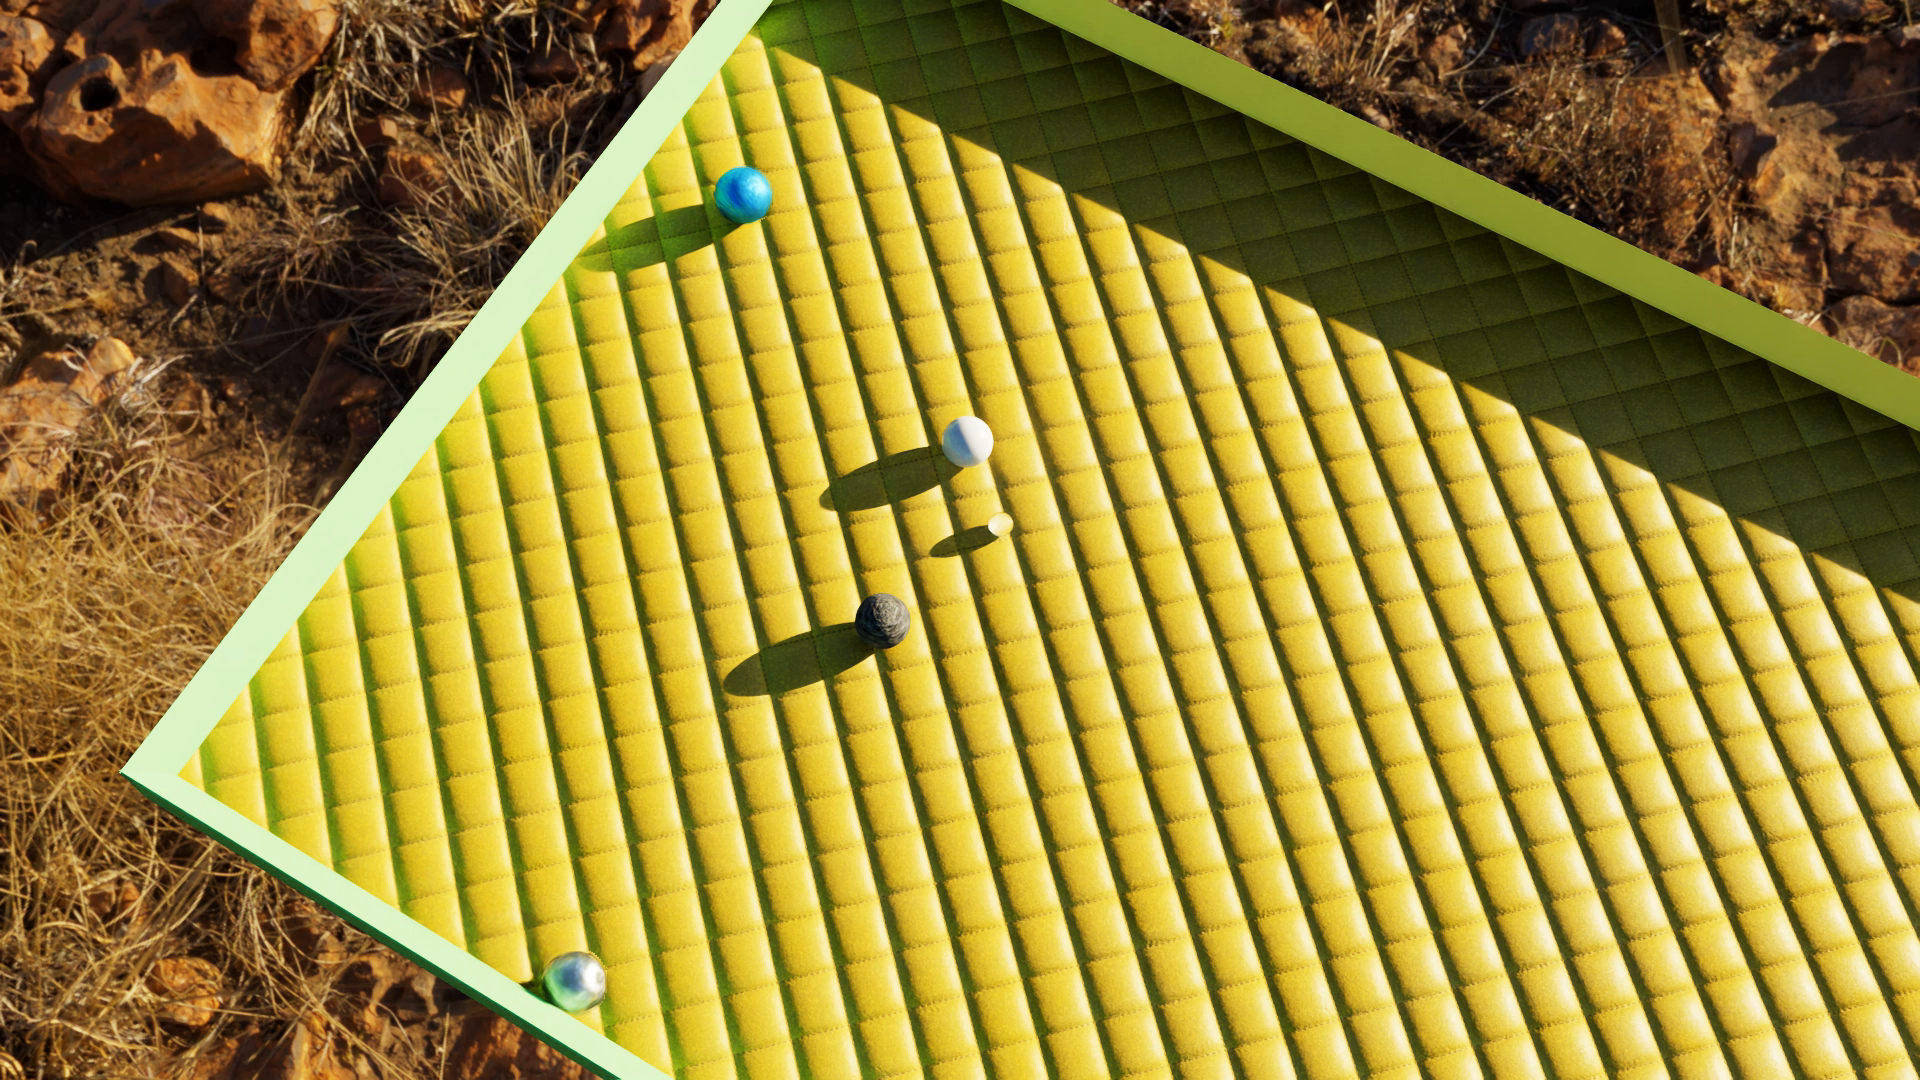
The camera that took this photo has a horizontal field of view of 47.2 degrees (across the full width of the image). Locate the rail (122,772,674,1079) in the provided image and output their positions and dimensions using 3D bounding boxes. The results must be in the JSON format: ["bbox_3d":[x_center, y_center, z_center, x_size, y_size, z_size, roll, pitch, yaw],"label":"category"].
[{"bbox_3d":[0.261,1.159,2.993,3.498,0.128,0.045,28,68,12],"label":"rail"}]

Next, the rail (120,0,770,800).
[{"bbox_3d":[-0.734,-0.401,3.706,0.045,0.128,2.003,28,68,12],"label":"rail"}]

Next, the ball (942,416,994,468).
[{"bbox_3d":[0.012,-0.162,3.621,0.086,0.086,0.086,0,65,0],"label":"ball"}]

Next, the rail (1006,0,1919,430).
[{"bbox_3d":[1.249,-0.377,3.695,3.498,0.128,0.045,28,68,12],"label":"rail"}]

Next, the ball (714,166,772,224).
[{"bbox_3d":[-0.377,-0.597,3.813,0.099,0.099,0.099,0,65,0],"label":"ball"}]

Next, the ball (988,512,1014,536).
[{"bbox_3d":[0.066,-0.026,3.583,0.041,0.041,0.041,0,65,0],"label":"ball"}]

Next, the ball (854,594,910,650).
[{"bbox_3d":[-0.122,0.129,3.486,0.089,0.089,0.089,0,65,0],"label":"ball"}]

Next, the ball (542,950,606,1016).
[{"bbox_3d":[-0.570,0.654,3.244,0.094,0.094,0.094,0,65,0],"label":"ball"}]
